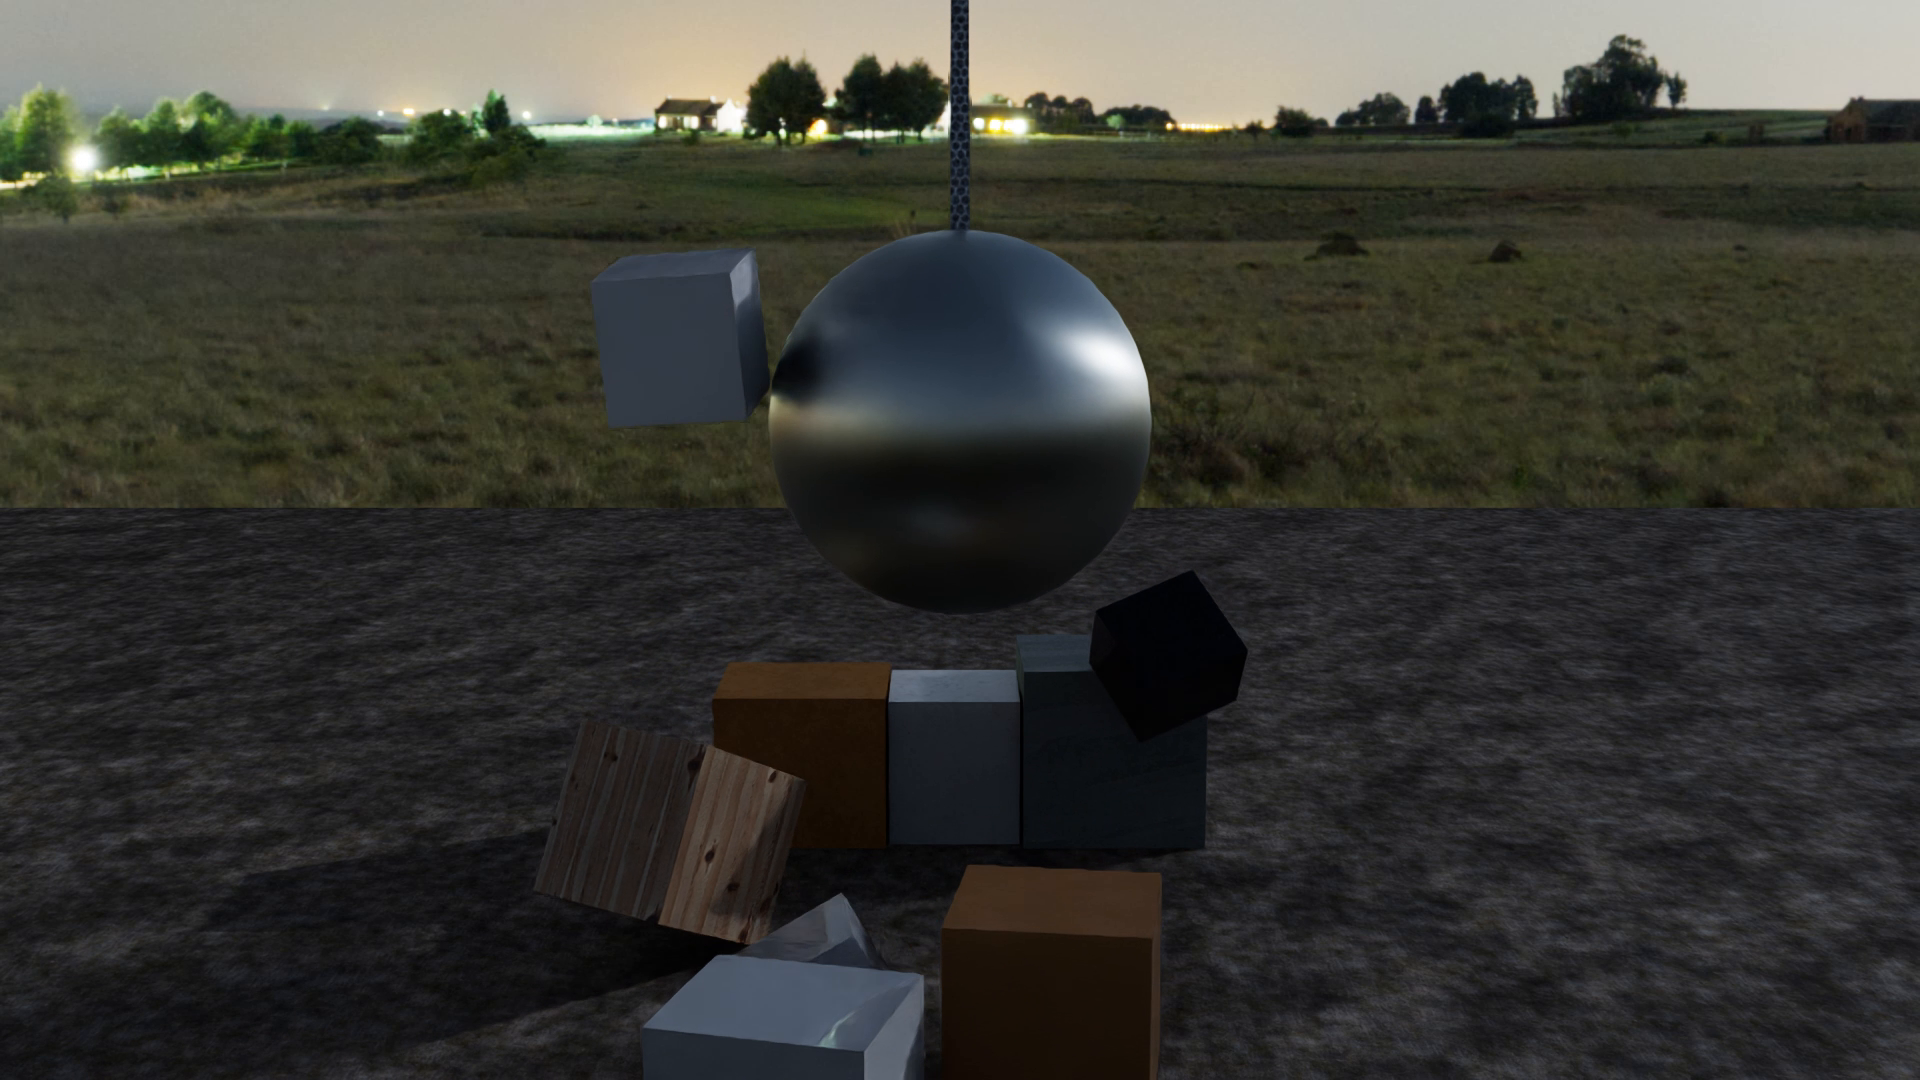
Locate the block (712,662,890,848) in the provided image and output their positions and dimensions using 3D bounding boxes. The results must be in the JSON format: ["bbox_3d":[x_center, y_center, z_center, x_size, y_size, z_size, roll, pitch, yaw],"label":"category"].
[{"bbox_3d":[-0.798,1.099,11.367,0.857,0.771,0.776,0,10,0],"label":"block"}]

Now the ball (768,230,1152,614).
[{"bbox_3d":[0.000,-0.489,9.174,1.600,1.600,1.600,0,10,0],"label":"ball"}]

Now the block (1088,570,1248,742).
[{"bbox_3d":[1.001,0.562,10.665,0.541,0.459,0.515,-22,58,-16],"label":"block"}]

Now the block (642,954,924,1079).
[{"bbox_3d":[-0.573,1.867,7.338,0.747,0.701,0.672,3,11,15],"label":"block"}]

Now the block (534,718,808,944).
[{"bbox_3d":[-1.249,1.285,9.596,0.688,0.758,0.792,8,-12,31],"label":"block"}]

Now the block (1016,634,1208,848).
[{"bbox_3d":[0.765,1.026,11.371,0.915,0.914,0.827,0,10,-1],"label":"block"}]

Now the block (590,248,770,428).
[{"bbox_3d":[-1.109,-0.818,8.826,0.553,0.585,0.551,-3,17,6],"label":"block"}]

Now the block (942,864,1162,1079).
[{"bbox_3d":[0.353,1.692,8.178,0.748,0.744,0.699,1,11,8],"label":"block"}]

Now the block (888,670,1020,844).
[{"bbox_3d":[-0.030,1.113,11.371,0.659,0.741,0.674,0,10,0],"label":"block"}]

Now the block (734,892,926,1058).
[{"bbox_3d":[-0.506,1.715,8.044,0.521,0.535,0.494,-30,12,-2],"label":"block"}]

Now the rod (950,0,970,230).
[{"bbox_3d":[0.000,-3.855,9.648,0.080,5.200,0.080,0,-8,0],"label":"rod"}]
